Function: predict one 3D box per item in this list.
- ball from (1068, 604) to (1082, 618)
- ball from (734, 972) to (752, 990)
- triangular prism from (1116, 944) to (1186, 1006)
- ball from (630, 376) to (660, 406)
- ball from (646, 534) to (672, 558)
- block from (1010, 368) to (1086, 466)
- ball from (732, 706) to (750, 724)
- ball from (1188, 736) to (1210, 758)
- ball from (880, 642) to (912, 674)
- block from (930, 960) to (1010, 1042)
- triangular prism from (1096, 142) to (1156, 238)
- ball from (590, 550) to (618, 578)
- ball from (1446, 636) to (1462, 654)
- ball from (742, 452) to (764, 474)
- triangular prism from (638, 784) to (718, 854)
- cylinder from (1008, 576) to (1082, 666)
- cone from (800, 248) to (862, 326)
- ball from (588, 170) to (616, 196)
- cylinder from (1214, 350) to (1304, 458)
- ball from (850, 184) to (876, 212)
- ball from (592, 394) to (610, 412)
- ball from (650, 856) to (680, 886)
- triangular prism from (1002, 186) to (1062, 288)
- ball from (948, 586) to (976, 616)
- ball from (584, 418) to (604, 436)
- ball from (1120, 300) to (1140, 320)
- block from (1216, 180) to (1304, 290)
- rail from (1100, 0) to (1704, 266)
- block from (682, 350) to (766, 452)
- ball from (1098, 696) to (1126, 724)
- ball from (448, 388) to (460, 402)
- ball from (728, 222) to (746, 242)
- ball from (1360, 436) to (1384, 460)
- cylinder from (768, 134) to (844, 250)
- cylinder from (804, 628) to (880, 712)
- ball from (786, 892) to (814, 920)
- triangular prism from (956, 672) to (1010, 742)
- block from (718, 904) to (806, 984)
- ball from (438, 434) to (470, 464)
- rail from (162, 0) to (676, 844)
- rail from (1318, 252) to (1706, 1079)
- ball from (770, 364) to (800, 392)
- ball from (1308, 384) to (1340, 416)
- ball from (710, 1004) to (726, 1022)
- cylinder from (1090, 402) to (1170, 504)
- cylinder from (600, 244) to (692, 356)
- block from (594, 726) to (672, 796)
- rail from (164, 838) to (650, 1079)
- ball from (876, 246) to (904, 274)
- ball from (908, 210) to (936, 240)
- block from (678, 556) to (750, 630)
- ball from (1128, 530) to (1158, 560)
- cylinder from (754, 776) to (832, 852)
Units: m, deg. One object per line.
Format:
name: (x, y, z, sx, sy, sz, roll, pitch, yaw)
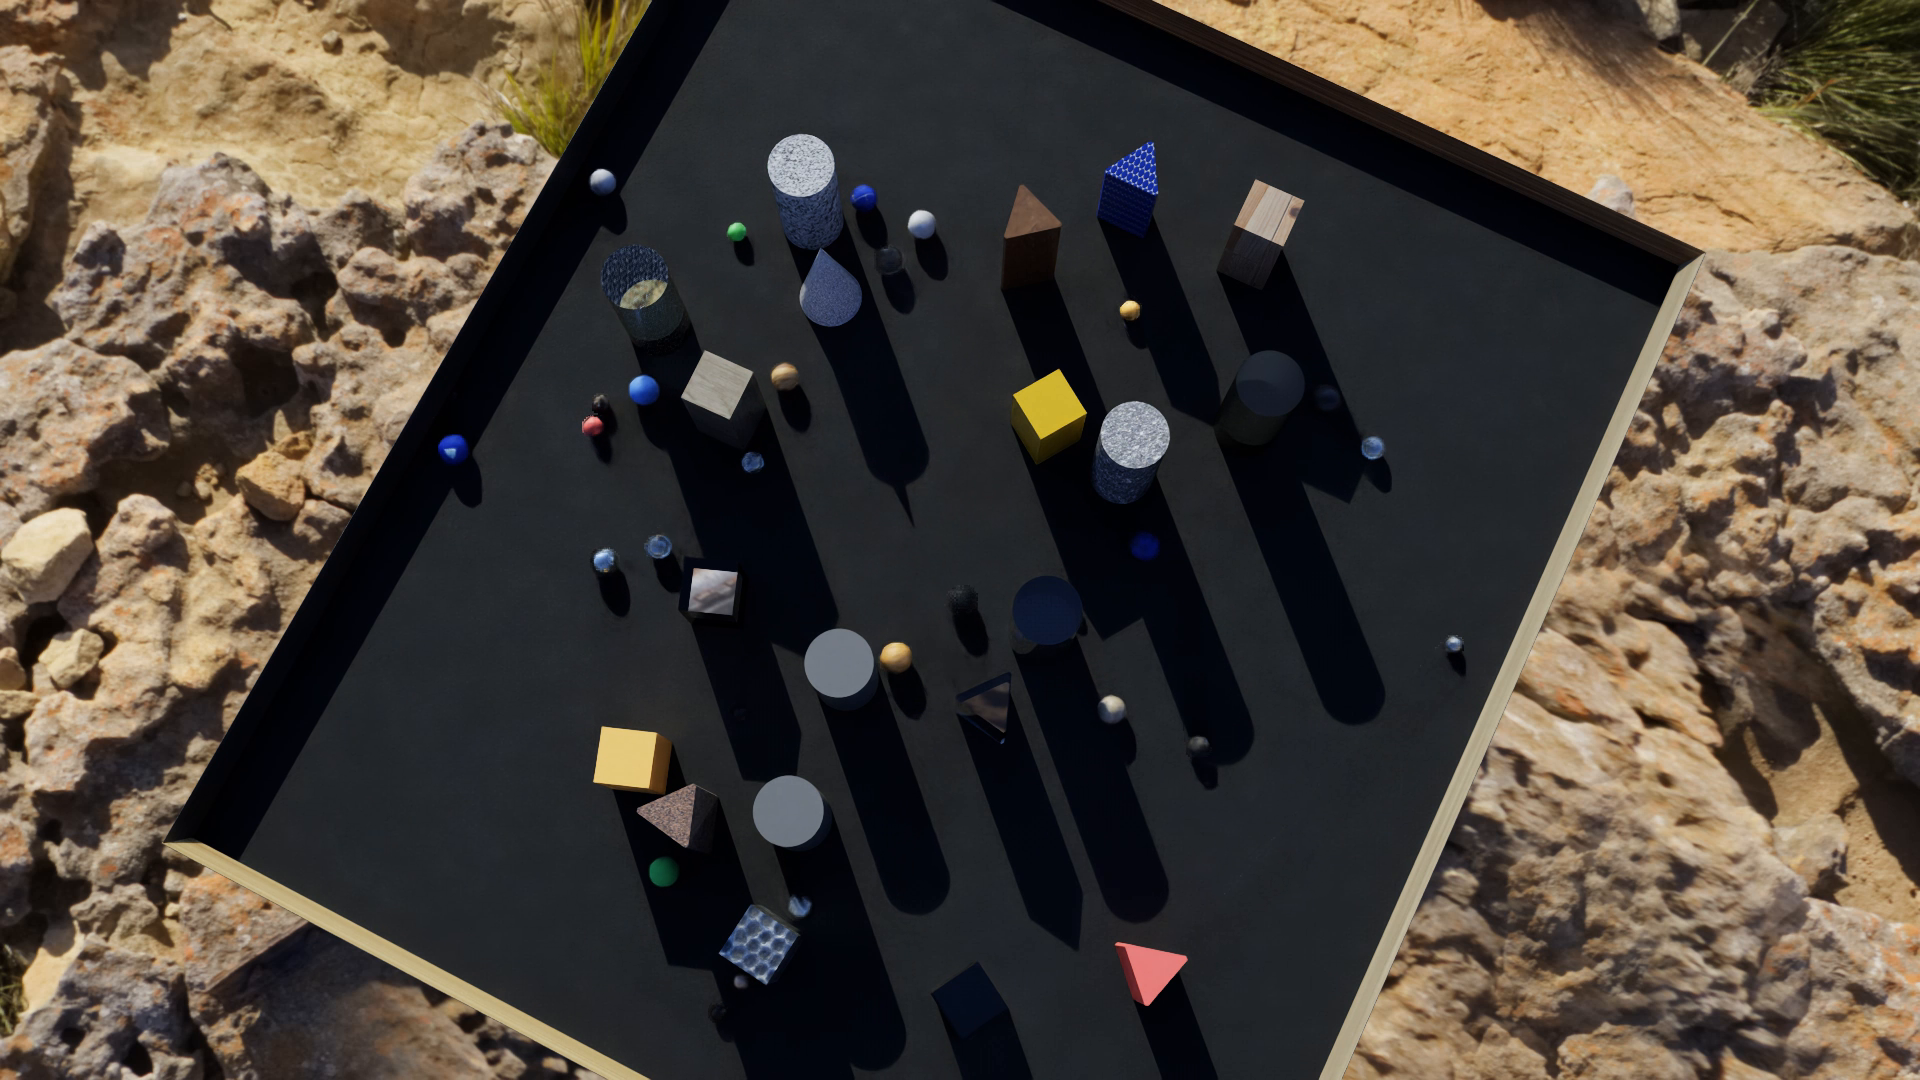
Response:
ball: (0.349, 0.213, 5.551, 0.043, 0.043, 0.043, 0, 78, 0)
ball: (-0.632, 1.281, 5.325, 0.052, 0.052, 0.052, 0, 78, 0)
triangular prism: (0.511, 1.196, 5.194, 0.148, 0.342, 0.171, 41, 81, 8)
ball: (-0.975, -0.462, 5.664, 0.094, 0.094, 0.094, 0, 78, 0)
ball: (-0.916, 0.020, 5.574, 0.074, 0.074, 0.074, 0, 78, 0)
block: (0.264, -0.368, 5.534, 0.158, 0.312, 0.158, -30, 80, -6)
ball: (-0.656, 0.522, 5.480, 0.057, 0.057, 0.057, 0, 78, 0)
ball: (0.711, 0.615, 5.455, 0.067, 0.067, 0.067, 0, 78, 0)
ball: (-0.190, 0.353, 5.494, 0.096, 0.096, 0.096, 0, 78, 0)
block: (0.028, 1.304, 5.196, 0.158, 0.296, 0.158, -33, 80, -6)
triangular prism: (0.544, -1.095, 5.662, 0.171, 0.356, 0.148, 26, 80, 5)
ball: (-1.079, 0.070, 5.559, 0.085, 0.085, 0.085, 0, 78, 0)
ball: (1.488, 0.317, 5.526, 0.049, 0.049, 0.049, 0, 78, 0)
ball: (-0.636, -0.238, 5.632, 0.067, 0.067, 0.067, 0, 78, 0)
triangular prism: (-0.765, 0.772, 5.213, 0.171, 0.477, 0.148, 35, 80, 7)
cylinder: (0.246, 0.240, 5.346, 0.197, 0.432, 0.197, 0, 78, 0)
cone: (-0.407, -0.811, 5.565, 0.197, 0.430, 0.197, 0, 78, 0)
ball: (-1.134, -1.131, 5.808, 0.085, 0.085, 0.085, 0, 78, 0)
cylinder: (0.886, -0.399, 5.459, 0.197, 0.470, 0.197, 0, 78, 0)
ball: (-0.306, -1.081, 5.797, 0.085, 0.085, 0.085, 0, 78, 0)
ball: (-1.110, -0.424, 5.677, 0.053, 0.053, 0.053, 0, 78, 0)
ball: (-0.865, 0.971, 5.370, 0.090, 0.090, 0.090, 0, 78, 0)
triangular prism: (0.197, -0.926, 5.579, 0.171, 0.448, 0.148, -13, 79, -3)
ball: (0.005, 0.184, 5.534, 0.088, 0.088, 0.088, 0, 78, 0)
ball: (-1.130, -0.350, 5.658, 0.060, 0.060, 0.060, 0, 78, 0)
ball: (0.533, -0.718, 5.733, 0.063, 0.063, 0.063, 0, 78, 0)
block: (0.915, -0.928, 5.609, 0.158, 0.390, 0.158, 25, 79, 5)
rail: (0.813, -1.586, 5.878, 3.325, 0.128, 0.045, 26, 80, 5)
block: (-0.706, -0.413, 5.511, 0.158, 0.375, 0.158, 24, 79, 5)
ball: (0.453, 0.506, 5.468, 0.086, 0.086, 0.086, 0, 78, 0)
ball: (-1.573, -0.451, 5.689, 0.041, 0.041, 0.041, 0, 78, 0)
ball: (-0.703, -0.973, 5.788, 0.058, 0.058, 0.058, 0, 78, 0)
ball: (1.270, -0.283, 5.638, 0.072, 0.072, 0.072, 0, 78, 0)
cylinder: (-0.468, -1.060, 5.613, 0.197, 0.437, 0.197, 0, 78, 0)
cylinder: (-0.343, 0.383, 5.363, 0.197, 0.342, 0.197, 0, 78, 0)
ball: (-0.468, 1.068, 5.356, 0.078, 0.078, 0.078, 0, 78, 0)
triangular prism: (0.100, 0.468, 5.344, 0.171, 0.344, 0.148, 35, 80, 7)
block: (-0.558, 1.151, 5.220, 0.158, 0.311, 0.158, 32, 80, 6)
ball: (-1.554, -0.280, 5.627, 0.093, 0.093, 0.093, 0, 78, 0)
rail: (-1.466, -0.711, 5.697, 0.045, 0.128, 3.684, 26, 80, 5)
rail: (1.466, 0.724, 5.400, 0.045, 0.128, 3.684, 26, 80, 5)
ball: (-0.542, -0.503, 5.676, 0.088, 0.088, 0.088, 0, 78, 0)
ball: (1.125, -0.432, 5.656, 0.099, 0.099, 0.099, 0, 78, 0)
ball: (-0.700, 1.370, 5.309, 0.046, 0.046, 0.046, 0, 78, 0)
cylinder: (0.498, -0.253, 5.437, 0.197, 0.454, 0.197, 0, 78, 0)
cylinder: (-0.943, -0.716, 5.532, 0.197, 0.456, 0.197, 0, 78, 0)
block: (-0.948, 0.645, 5.334, 0.158, 0.291, 0.158, 6, 78, 1)
rail: (-0.813, 1.599, 5.219, 3.325, 0.128, 0.045, 26, 80, 5)
ball: (-0.222, -0.880, 5.753, 0.089, 0.089, 0.089, 0, 78, 0)
ball: (-0.118, -0.994, 5.776, 0.090, 0.090, 0.090, 0, 78, 0)
block: (-0.730, 0.160, 5.447, 0.158, 0.267, 0.158, 6, 78, 1)
ball: (0.557, 0.017, 5.568, 0.089, 0.089, 0.089, 0, 78, 0)
cylinder: (-0.478, 0.790, 5.271, 0.197, 0.356, 0.197, 0, 78, 0)
